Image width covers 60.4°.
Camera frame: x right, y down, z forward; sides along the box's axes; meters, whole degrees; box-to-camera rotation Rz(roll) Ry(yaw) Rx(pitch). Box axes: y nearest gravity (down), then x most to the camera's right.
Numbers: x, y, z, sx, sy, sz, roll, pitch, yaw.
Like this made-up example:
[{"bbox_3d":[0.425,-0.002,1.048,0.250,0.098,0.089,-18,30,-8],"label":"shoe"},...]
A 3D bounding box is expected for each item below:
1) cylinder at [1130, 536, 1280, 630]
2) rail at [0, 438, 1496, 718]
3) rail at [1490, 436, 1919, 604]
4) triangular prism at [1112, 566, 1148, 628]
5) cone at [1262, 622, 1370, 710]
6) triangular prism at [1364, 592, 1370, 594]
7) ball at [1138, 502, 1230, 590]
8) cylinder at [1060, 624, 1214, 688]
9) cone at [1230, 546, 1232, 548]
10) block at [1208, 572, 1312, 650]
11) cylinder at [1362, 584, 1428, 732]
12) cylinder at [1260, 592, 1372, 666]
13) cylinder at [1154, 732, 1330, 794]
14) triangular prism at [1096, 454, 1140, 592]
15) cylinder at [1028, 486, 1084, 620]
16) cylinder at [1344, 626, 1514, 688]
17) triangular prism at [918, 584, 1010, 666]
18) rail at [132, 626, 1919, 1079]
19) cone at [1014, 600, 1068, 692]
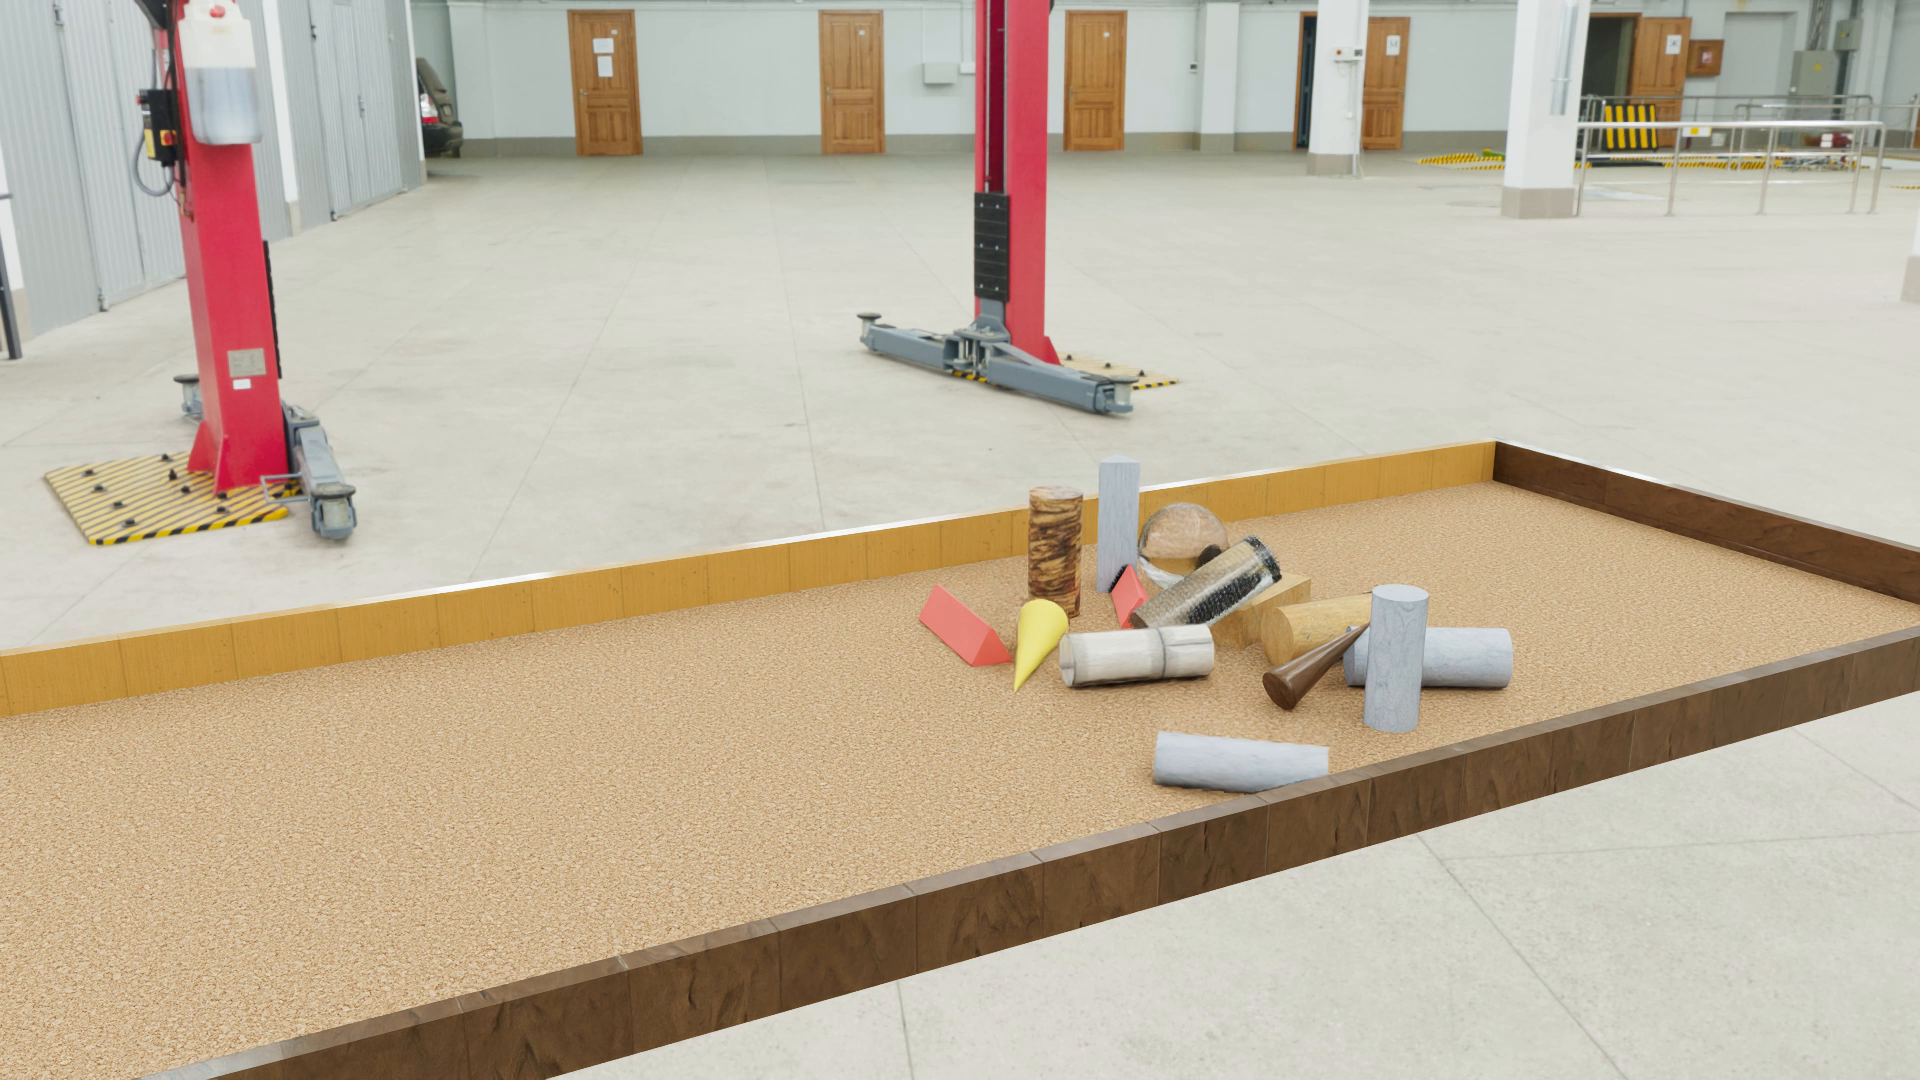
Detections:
[{"bbox_3d":[0.643,0.149,4.316,0.382,0.143,0.143,-32,24,-10],"label":"cylinder"},{"bbox_3d":[-3.305,0.497,3.399,12.000,0.150,0.050,-9,18,-27],"label":"rail"},{"bbox_3d":[2.466,-0.048,5.253,0.050,0.150,2.100,-9,18,-27],"label":"rail"},{"bbox_3d":[0.493,0.156,4.657,0.103,0.089,0.303,0,16,0],"label":"triangular prism"},{"bbox_3d":[0.896,0.277,4.010,0.343,0.106,0.106,-32,29,-21],"label":"cone"},{"bbox_3d":[1.022,0.207,4.487,0.377,0.087,0.101,-12,20,-35],"label":"triangular prism"},{"bbox_3d":[0.650,0.024,4.803,0.266,0.266,0.266,0,16,0],"label":"ball"},{"bbox_3d":[0.443,0.290,4.139,0.365,0.129,0.129,-4,17,-12],"label":"cylinder"},{"bbox_3d":[0.853,0.050,5.085,0.114,0.114,0.421,13,13,38],"label":"cone"},{"bbox_3d":[0.822,0.189,4.519,0.109,0.109,0.370,13,21,38],"label":"block"},{"bbox_3d":[1.015,0.276,3.847,0.126,0.321,0.126,0,16,0],"label":"cylinder"},{"bbox_3d":[0.995,0.228,4.307,0.396,0.154,0.154,-7,18,-22],"label":"cylinder"},{"bbox_3d":[0.601,0.481,3.522,0.359,0.111,0.111,4,17,13],"label":"cylinder"},{"bbox_3d":[0.459,-0.049,4.824,0.115,0.392,0.099,0,16,0],"label":"triangular prism"},{"bbox_3d":[0.265,0.036,4.613,0.150,0.350,0.150,0,17,0],"label":"cylinder"},{"bbox_3d":[1.160,0.291,4.102,0.383,0.149,0.149,1,16,2],"label":"cylinder"},{"bbox_3d":[0.010,0.220,4.423,0.113,0.098,0.397,-7,18,-20],"label":"triangular prism"},{"bbox_3d":[-2.336,1.006,1.665,12.000,0.150,0.050,-9,18,-27],"label":"rail"},{"bbox_3d":[0.177,0.298,4.226,0.132,0.132,0.373,4,27,14],"label":"cone"}]
